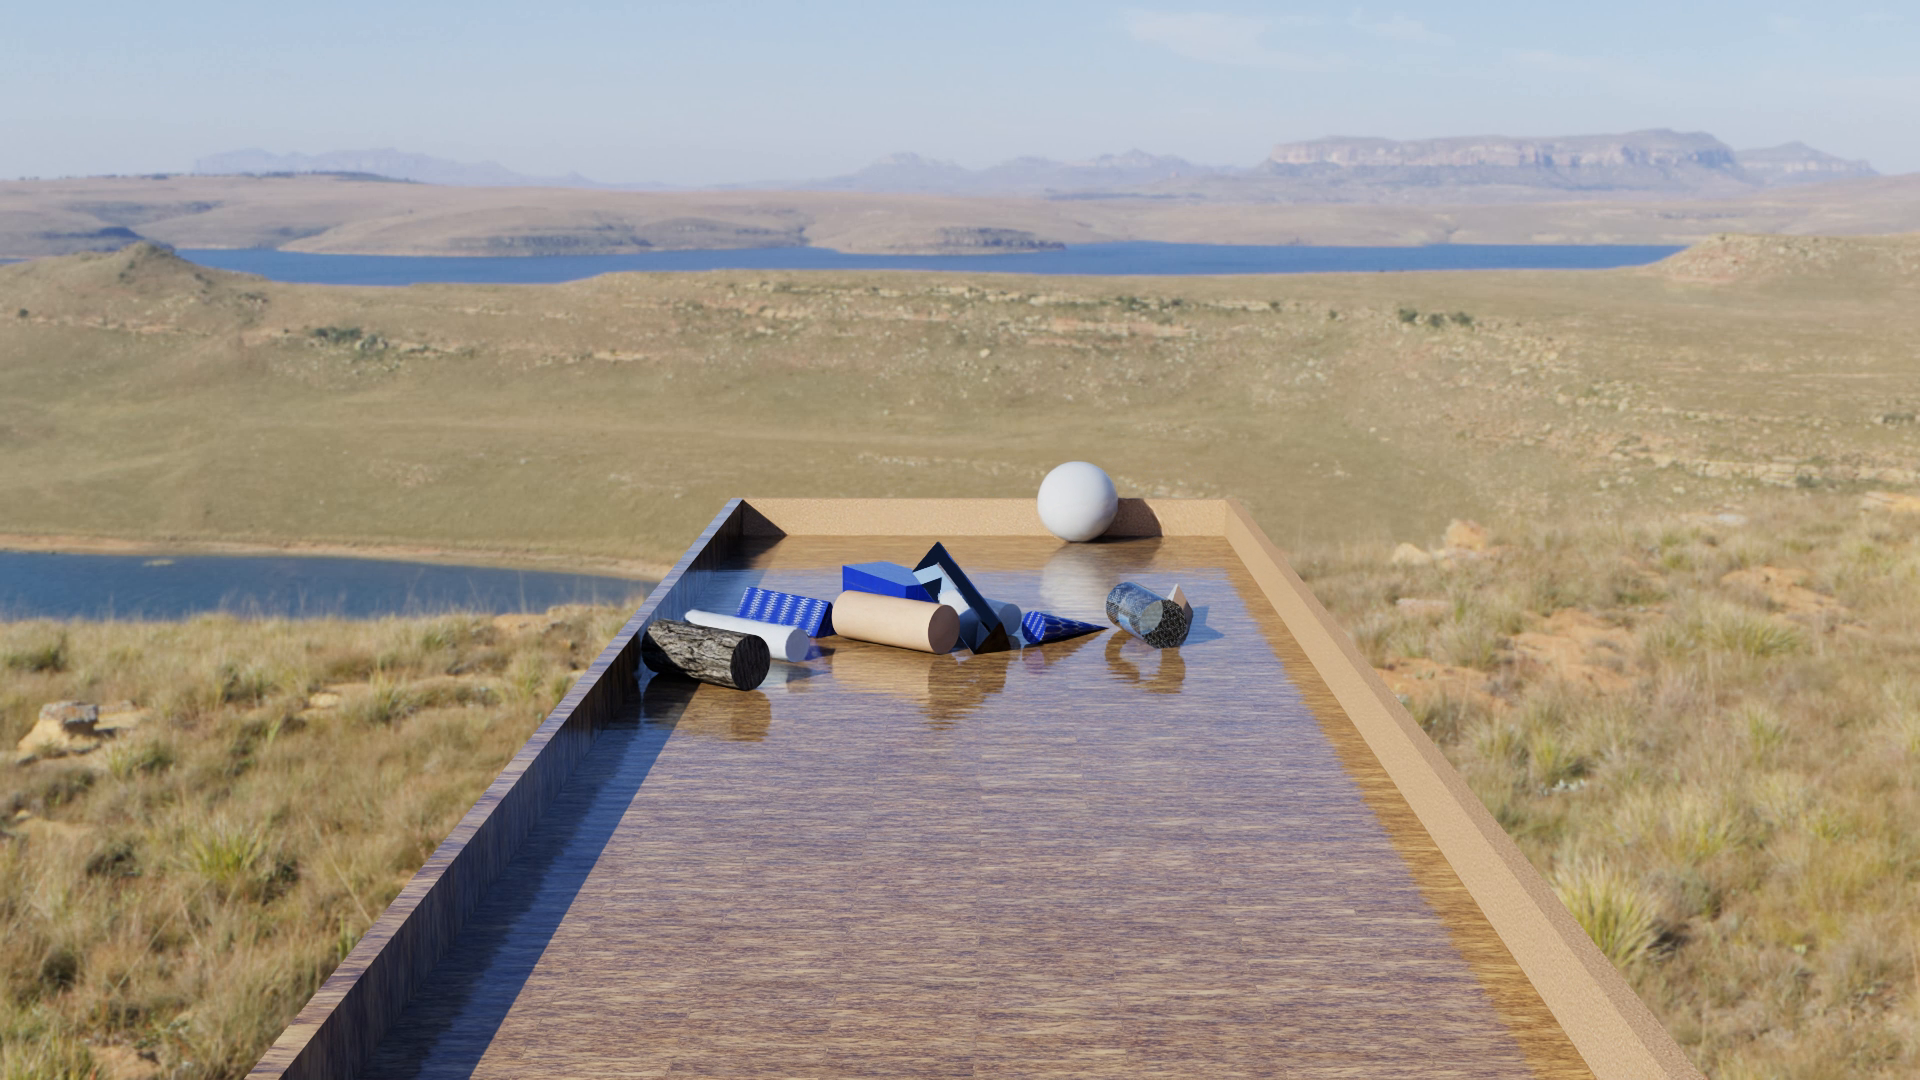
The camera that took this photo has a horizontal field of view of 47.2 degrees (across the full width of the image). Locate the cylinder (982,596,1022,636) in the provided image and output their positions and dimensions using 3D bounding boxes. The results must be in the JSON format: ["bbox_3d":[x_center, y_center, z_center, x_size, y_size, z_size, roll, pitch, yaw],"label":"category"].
[{"bbox_3d":[0.018,0.228,7.244,0.103,0.103,0.449,-7,12,-38],"label":"cylinder"}]

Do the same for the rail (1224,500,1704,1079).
[{"bbox_3d":[1.046,0.843,3.208,0.050,0.150,12.000,0,9,1],"label":"rail"}]

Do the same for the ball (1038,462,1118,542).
[{"bbox_3d":[0.480,-0.156,8.941,0.329,0.329,0.329,0,9,0],"label":"ball"}]

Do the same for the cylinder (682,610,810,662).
[{"bbox_3d":[-0.669,0.296,6.803,0.459,0.106,0.106,7,12,39],"label":"cylinder"}]

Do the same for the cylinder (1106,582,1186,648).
[{"bbox_3d":[0.591,0.237,7.015,0.156,0.156,0.327,-2,9,-15],"label":"cylinder"}]

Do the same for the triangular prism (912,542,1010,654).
[{"bbox_3d":[0.015,0.175,6.923,0.135,0.117,0.431,-6,38,-30],"label":"triangular prism"}]

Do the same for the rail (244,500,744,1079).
[{"bbox_3d":[-1.004,0.839,3.234,0.050,0.150,12.000,0,9,1],"label":"rail"}]

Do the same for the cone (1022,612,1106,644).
[{"bbox_3d":[0.361,0.282,7.067,0.359,0.103,0.103,3,5,-44],"label":"cone"}]

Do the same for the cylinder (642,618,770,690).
[{"bbox_3d":[-0.742,0.332,6.400,0.373,0.161,0.161,7,12,39],"label":"cylinder"}]

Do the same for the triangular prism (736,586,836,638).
[{"bbox_3d":[-0.562,0.230,7.194,0.401,0.108,0.125,8,13,43],"label":"triangular prism"}]

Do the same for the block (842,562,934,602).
[{"bbox_3d":[-0.210,0.193,7.251,0.169,0.169,0.450,-5,10,-29],"label":"block"}]

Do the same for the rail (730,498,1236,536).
[{"bbox_3d":[0.099,-0.098,9.147,2.100,0.150,0.050,0,9,1],"label":"rail"}]

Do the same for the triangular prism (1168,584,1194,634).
[{"bbox_3d":[0.705,0.224,7.267,0.113,0.098,0.353,2,9,9],"label":"triangular prism"}]

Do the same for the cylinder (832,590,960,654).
[{"bbox_3d":[-0.203,0.256,6.902,0.399,0.154,0.154,7,12,39],"label":"cylinder"}]
